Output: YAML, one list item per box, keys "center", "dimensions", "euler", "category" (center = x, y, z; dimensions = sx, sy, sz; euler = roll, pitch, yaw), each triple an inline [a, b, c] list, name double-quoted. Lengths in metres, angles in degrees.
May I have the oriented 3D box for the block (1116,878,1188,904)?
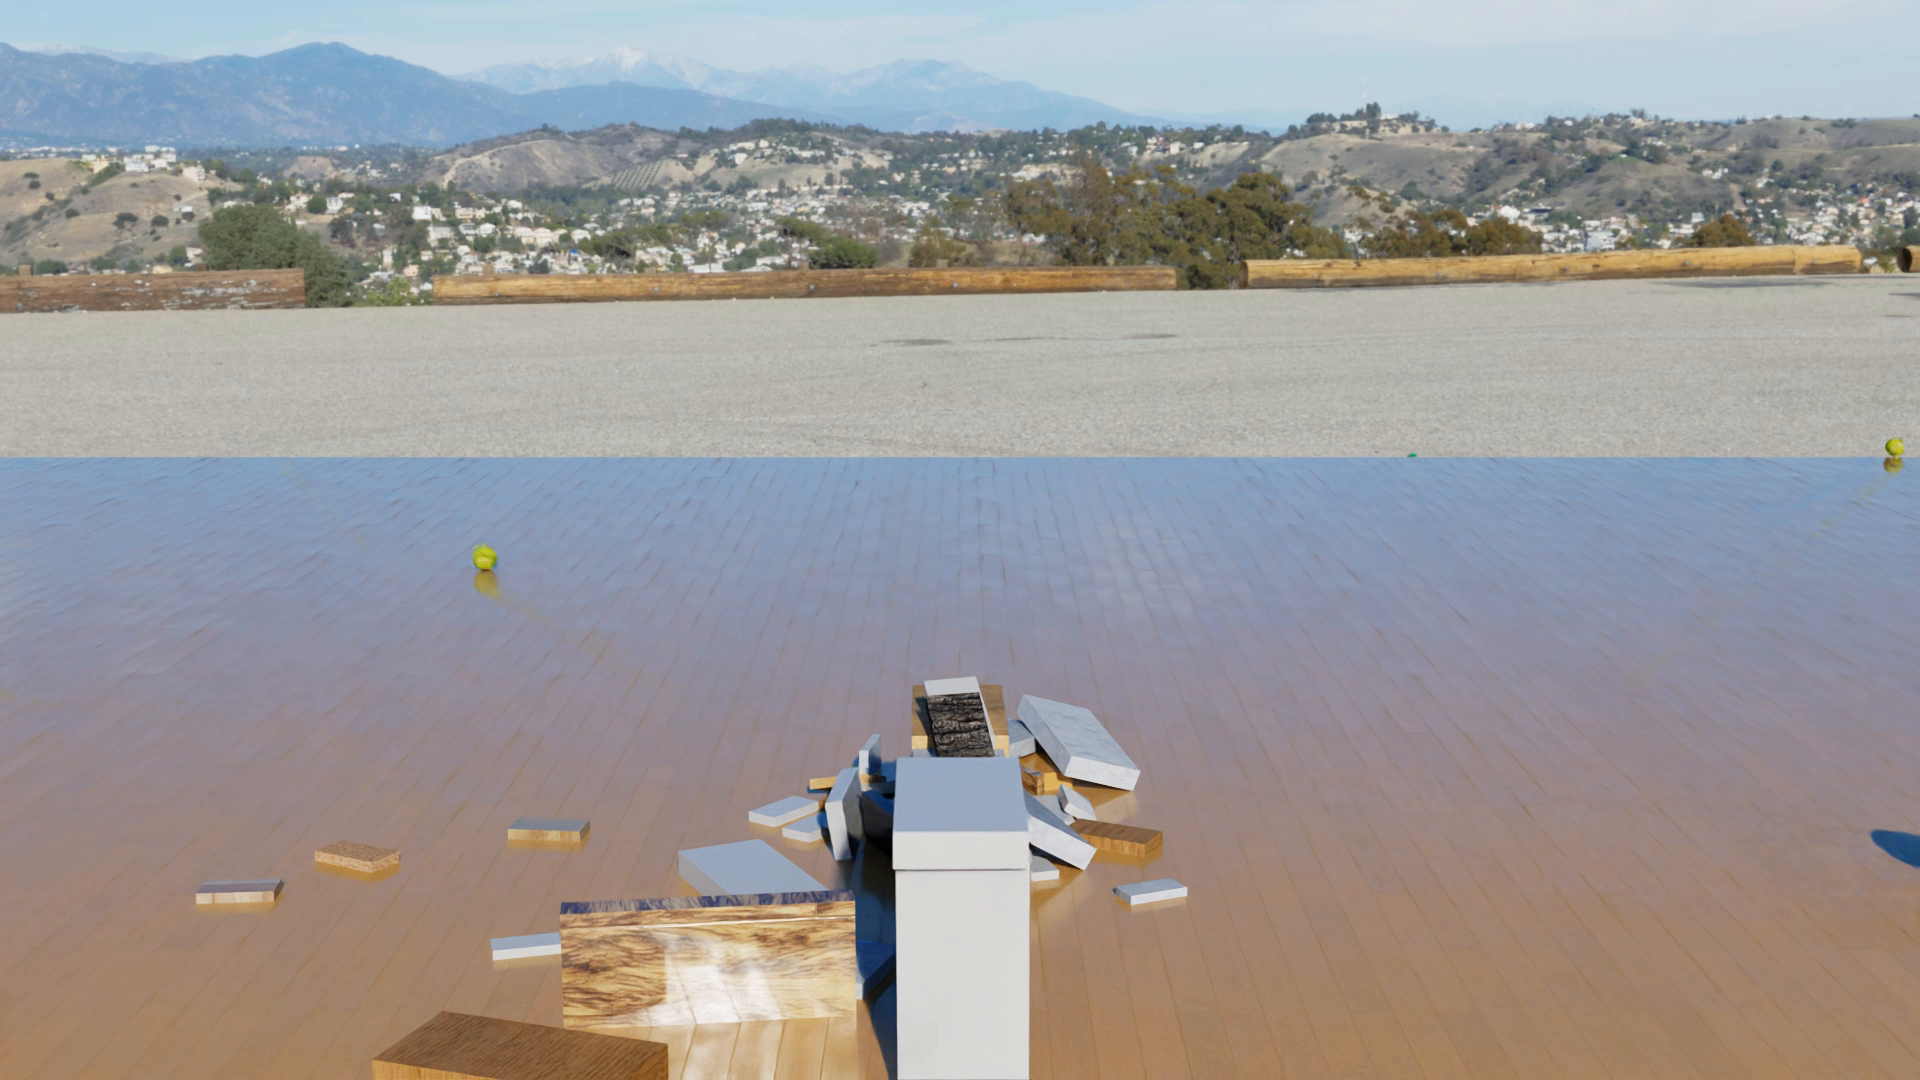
- center: [0.318, 0.584, 3.659]
  dimensions: [0.106, 0.015, 0.053]
  euler: [-5, 12, -24]
  category: "block"

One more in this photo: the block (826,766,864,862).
- center: [-0.202, 0.487, 3.924]
  dimensions: [0.030, 0.106, 0.212]
  euler: [-9, 10, 7]
  category: "block"

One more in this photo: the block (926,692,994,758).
- center: [-0.001, 0.288, 3.321]
  dimensions: [0.083, 0.023, 0.166]
  euler: [-4, 30, -7]
  category: "block"

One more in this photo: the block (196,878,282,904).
- center: [-1.198, 0.584, 3.655]
  dimensions: [0.125, 0.018, 0.063]
  euler: [-1, 11, -5]
  category: "block"

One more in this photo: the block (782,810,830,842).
- center: [-0.261, 0.521, 3.996]
  dimensions: [0.061, 0.017, 0.121]
  euler: [7, 13, 33]
  category: "block"

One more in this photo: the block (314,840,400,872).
- center: [-1.050, 0.551, 3.829]
  dimensions: [0.132, 0.019, 0.066]
  euler: [6, 12, 29]
  category: "block"

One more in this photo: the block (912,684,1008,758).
- center: [-0.002, 0.291, 3.521]
  dimensions: [0.149, 0.042, 0.298]
  euler: [0, 11, -1]
  category: "block"

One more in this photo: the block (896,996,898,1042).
- center: [-0.003, 0.529, 3.066]
  dimensions: [0.170, 0.340, 0.048]
  euler: [0, 10, 0]
  category: "block"

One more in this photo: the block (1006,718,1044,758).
- center: [0.084, 0.395, 4.360]
  dimensions: [0.120, 0.034, 0.239]
  euler: [12, 9, 25]
  category: "block"

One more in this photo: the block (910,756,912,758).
- center: [0.004, 0.449, 4.050]
  dimensions: [0.203, 0.023, 0.081]
  euler: [33, 5, 14]
  category: "block"

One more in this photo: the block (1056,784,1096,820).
- center: [0.216, 0.491, 4.077]
  dimensions: [0.061, 0.017, 0.122]
  euler: [30, 7, -8]
  category: "block"

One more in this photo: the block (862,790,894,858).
- center: [-0.126, 0.507, 3.870]
  dimensions: [0.025, 0.088, 0.176]
  euler: [-10, 14, -22]
  category: "block"

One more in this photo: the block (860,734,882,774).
- center: [-0.177, 0.431, 4.353]
  dimensions: [0.018, 0.063, 0.125]
  euler: [2, 11, 9]
  category: "block"

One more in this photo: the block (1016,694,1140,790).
- center: [0.231, 0.397, 4.343]
  dimensions: [0.150, 0.043, 0.301]
  euler: [15, 14, -21]
  category: "block"

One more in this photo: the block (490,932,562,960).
- center: [-0.673, 0.630, 3.412]
  dimensions: [0.106, 0.015, 0.053]
  euler: [-3, 11, -16]
  category: "block"

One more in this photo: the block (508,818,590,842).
- center: [-0.743, 0.523, 3.976]
  dimensions: [0.132, 0.019, 0.066]
  euler: [1, 11, 6]
  category: "block"

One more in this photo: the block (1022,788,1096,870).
- center: [0.106, 0.478, 3.878]
  dimensions: [0.150, 0.043, 0.301]
  euler: [30, 1, -29]
  category: "block"

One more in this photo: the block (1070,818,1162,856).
- center: [0.270, 0.531, 3.926]
  dimensions: [0.163, 0.023, 0.081]
  euler: [6, 12, 28]
  category: "block"

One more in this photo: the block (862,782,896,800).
- center: [-0.119, 0.470, 4.142]
  dimensions: [0.157, 0.022, 0.078]
  euler: [-4, -14, -3]
  category: "block"

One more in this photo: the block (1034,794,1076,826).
- center: [0.157, 0.506, 4.056]
  dimensions: [0.081, 0.023, 0.163]
  euler: [-2, 11, -8]
  category: "block"

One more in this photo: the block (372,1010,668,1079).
- center: [-0.583, 0.703, 2.924]
  dimensions: [0.346, 0.049, 0.173]
  euler: [4, 11, 19]
  category: "block"

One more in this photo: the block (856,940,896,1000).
- center: [-0.156, 0.645, 3.309]
  dimensions: [0.083, 0.023, 0.166]
  euler: [4, 11, 19]
  category: "block"

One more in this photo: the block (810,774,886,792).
- center: [-0.213, 0.461, 4.176]
  dimensions: [0.132, 0.019, 0.066]
  euler: [-10, -14, 33]
  category: "block"

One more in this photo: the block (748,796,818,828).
- center: [-0.327, 0.504, 4.085]
  dimensions: [0.063, 0.018, 0.125]
  euler: [8, 13, 36]
  category: "block"

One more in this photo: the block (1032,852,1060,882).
- center: [0.127, 0.561, 3.783]
  dimensions: [0.053, 0.015, 0.106]
  euler: [-3, 11, -18]
  category: "block"

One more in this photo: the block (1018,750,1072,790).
- center: [0.126, 0.446, 4.353]
  dimensions: [0.120, 0.034, 0.239]
  euler: [-3, 11, -16]
  category: "block"

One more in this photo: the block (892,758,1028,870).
- center: [-0.001, 0.358, 2.916]
  dimensions: [0.170, 0.048, 0.340]
  euler: [0, 10, -1]
  category: "block"

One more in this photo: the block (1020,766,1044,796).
- center: [0.116, 0.463, 4.185]
  dimensions: [0.017, 0.061, 0.122]
  euler: [-8, 13, -36]
  category: "block"

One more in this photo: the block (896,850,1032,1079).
- center: [0.005, 0.569, 2.847]
  dimensions: [0.170, 0.340, 0.048]
  euler: [1, 13, 4]
  category: "block"

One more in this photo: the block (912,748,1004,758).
- center: [-0.002, 0.365, 3.240]
  dimensions: [0.140, 0.040, 0.280]
  euler: [0, 10, 0]
  category: "block"

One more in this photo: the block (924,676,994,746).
- center: [-0.002, 0.270, 3.399]
  dimensions: [0.083, 0.023, 0.166]
  euler: [-5, 31, -9]
  category: "block"

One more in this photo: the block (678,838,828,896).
- center: [-0.345, 0.570, 3.659]
  dimensions: [0.150, 0.043, 0.301]
  euler: [-5, 12, -27]
  category: "block"

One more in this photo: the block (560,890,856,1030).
- center: [-0.358, 0.600, 3.144]
  dimensions: [0.414, 0.173, 0.049]
  euler: [-1, 11, -7]
  category: "block"
